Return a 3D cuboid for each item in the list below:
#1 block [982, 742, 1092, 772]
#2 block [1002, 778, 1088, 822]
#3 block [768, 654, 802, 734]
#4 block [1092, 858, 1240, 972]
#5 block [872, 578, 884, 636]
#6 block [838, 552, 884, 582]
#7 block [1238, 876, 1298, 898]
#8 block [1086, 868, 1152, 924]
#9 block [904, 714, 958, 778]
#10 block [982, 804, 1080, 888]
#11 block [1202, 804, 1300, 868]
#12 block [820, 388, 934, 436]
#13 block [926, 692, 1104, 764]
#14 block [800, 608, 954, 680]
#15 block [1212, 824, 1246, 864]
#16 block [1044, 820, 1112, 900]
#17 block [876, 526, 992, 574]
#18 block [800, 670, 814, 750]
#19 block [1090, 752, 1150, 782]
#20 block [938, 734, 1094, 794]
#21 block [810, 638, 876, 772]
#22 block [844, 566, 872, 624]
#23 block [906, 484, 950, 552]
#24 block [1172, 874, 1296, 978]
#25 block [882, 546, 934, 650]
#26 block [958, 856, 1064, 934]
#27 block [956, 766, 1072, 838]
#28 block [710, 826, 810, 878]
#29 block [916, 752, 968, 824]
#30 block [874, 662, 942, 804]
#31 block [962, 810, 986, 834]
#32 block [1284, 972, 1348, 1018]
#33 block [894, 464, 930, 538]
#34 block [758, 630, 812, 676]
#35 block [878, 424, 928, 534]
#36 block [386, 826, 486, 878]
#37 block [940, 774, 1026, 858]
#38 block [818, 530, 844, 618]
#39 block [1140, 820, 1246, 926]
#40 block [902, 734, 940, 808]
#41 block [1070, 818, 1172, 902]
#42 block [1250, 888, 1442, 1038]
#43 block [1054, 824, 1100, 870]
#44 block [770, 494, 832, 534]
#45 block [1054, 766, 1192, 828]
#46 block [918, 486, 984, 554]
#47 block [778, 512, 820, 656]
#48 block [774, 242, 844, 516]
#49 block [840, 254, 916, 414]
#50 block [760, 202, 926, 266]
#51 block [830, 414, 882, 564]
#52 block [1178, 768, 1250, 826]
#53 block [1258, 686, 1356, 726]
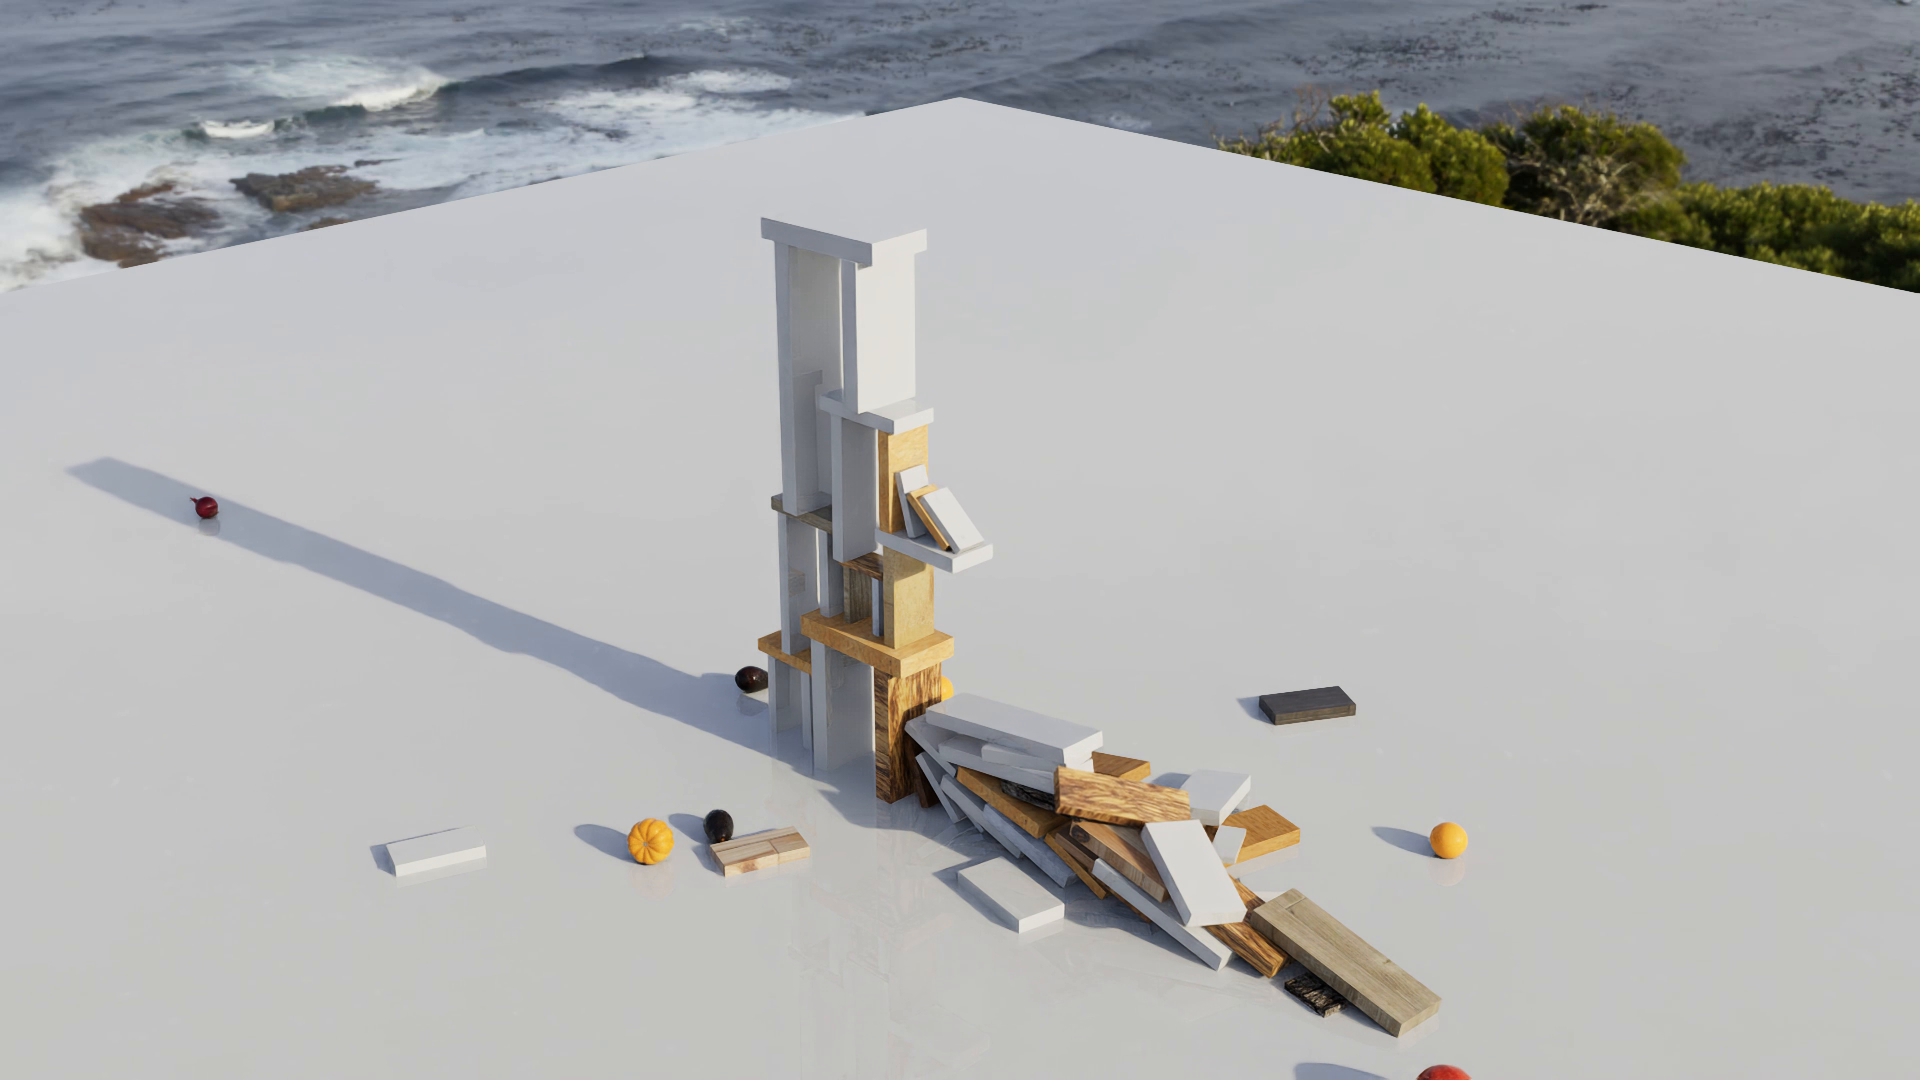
[{"bbox_3d":[0.147,0.410,4.246,0.190,0.027,0.095,6,20,32],"label":"block"},{"bbox_3d":[0.196,0.479,4.216,0.113,0.032,0.226,-18,20,-36],"label":"block"},{"bbox_3d":[-0.371,0.321,4.770,0.091,0.183,0.026,-19,31,-38],"label":"block"},{"bbox_3d":[0.396,0.666,4.047,0.307,0.033,0.117,35,39,30],"label":"block"},{"bbox_3d":[-0.148,0.126,4.434,0.018,0.126,0.063,22,31,40],"label":"block"},{"bbox_3d":[-0.179,0.048,4.433,0.126,0.018,0.063,21,31,40],"label":"block"},{"bbox_3d":[0.586,0.661,4.183,0.105,0.015,0.053,0,23,0],"label":"block"},{"bbox_3d":[0.326,0.650,4.144,0.082,0.023,0.165,-21,47,-41],"label":"block"},{"bbox_3d":[-0.032,0.410,4.431,0.077,0.022,0.155,-20,51,-40],"label":"block"},{"bbox_3d":[0.164,0.574,4.278,0.114,0.032,0.229,-22,49,-41],"label":"block"},{"bbox_3d":[0.546,0.588,4.335,0.225,0.032,0.112,-13,26,-28],"label":"block"},{"bbox_3d":[-0.164,-0.257,4.286,0.211,0.030,0.105,21,31,40],"label":"block"},{"bbox_3d":[0.102,0.366,4.306,0.108,0.031,0.379,-20,22,-40],"label":"block"},{"bbox_3d":[-0.170,0.195,4.487,0.297,0.042,0.148,21,31,40],"label":"block"},{"bbox_3d":[0.518,0.591,4.267,0.053,0.015,0.115,7,24,16],"label":"block"},{"bbox_3d":[0.247,0.609,4.211,0.082,0.023,0.165,-22,55,-41],"label":"block"},{"bbox_3d":[-0.052,0.005,4.285,0.108,0.031,0.217,-21,31,-40],"label":"block"},{"bbox_3d":[-0.294,0.351,4.700,0.091,0.183,0.026,-21,31,-41],"label":"block"},{"bbox_3d":[0.282,0.472,4.551,0.204,0.029,0.102,6,17,42],"label":"block"},{"bbox_3d":[0.107,0.428,4.299,0.113,0.032,0.310,-21,23,-41],"label":"block"},{"bbox_3d":[-0.240,0.324,4.617,0.042,0.297,0.148,21,31,40],"label":"block"},{"bbox_3d":[-0.208,0.103,4.488,0.018,0.126,0.063,21,31,40],"label":"block"},{"bbox_3d":[-0.041,-0.044,4.239,0.065,0.018,0.130,-21,70,-41],"label":"block"},{"bbox_3d":[0.512,0.690,3.991,0.117,0.033,0.234,-21,46,-41],"label":"block"},{"bbox_3d":[-0.102,0.099,4.381,0.108,0.217,0.031,-21,31,-40],"label":"block"},{"bbox_3d":[0.095,0.668,4.150,0.102,0.029,0.204,-14,27,-30],"label":"block"},{"bbox_3d":[0.114,0.494,4.307,0.114,0.032,0.229,-20,39,-39],"label":"block"},{"bbox_3d":[-0.391,0.608,4.296,0.175,0.025,0.087,-10,25,-23],"label":"block"},{"bbox_3d":[-0.019,0.489,4.449,0.077,0.022,0.155,-21,75,-40],"label":"block"},{"bbox_3d":[-0.105,0.376,4.494,0.149,0.297,0.042,-21,31,-40],"label":"block"},{"bbox_3d":[0.033,0.542,4.411,0.046,0.013,0.093,-21,60,-40],"label":"block"},{"bbox_3d":[0.624,0.798,3.860,0.053,0.015,0.105,-14,27,-30],"label":"block"},{"bbox_3d":[-0.085,-0.076,4.271,0.065,0.130,0.018,-21,14,-41],"label":"block"},{"bbox_3d":[-0.338,0.237,4.700,0.091,0.026,0.183,-21,31,-41],"label":"block"},{"bbox_3d":[-0.110,-0.127,4.288,0.030,0.211,0.105,21,31,41],"label":"block"},{"bbox_3d":[-1.024,0.607,4.298,0.175,0.025,0.087,-11,25,-23],"label":"block"},{"bbox_3d":[0.080,0.529,4.365,0.114,0.032,0.229,-22,50,-41],"label":"block"},{"bbox_3d":[-0.244,0.055,4.517,0.096,0.192,0.027,-21,31,-40],"label":"block"},{"bbox_3d":[0.425,0.606,4.010,0.113,0.032,0.226,0,39,-23],"label":"block"},{"bbox_3d":[-0.063,0.459,4.484,0.077,0.155,0.022,-21,10,-40],"label":"block"},{"bbox_3d":[0.330,0.577,4.093,0.117,0.033,0.234,-21,42,-40],"label":"block"},{"bbox_3d":[0.678,0.743,3.885,0.112,0.032,0.345,-19,41,-38],"label":"block"},{"bbox_3d":[0.268,0.593,4.165,0.165,0.023,0.082,35,39,30],"label":"block"},{"bbox_3d":[-0.289,-0.063,4.515,0.096,0.027,0.192,-21,31,-40],"label":"block"},{"bbox_3d":[0.305,0.490,4.120,0.266,0.025,0.087,13,48,-16],"label":"block"},{"bbox_3d":[-0.016,-0.038,4.223,0.065,0.018,0.131,-21,70,-41],"label":"block"},{"bbox_3d":[-0.334,0.079,4.627,0.027,0.322,0.096,21,31,40],"label":"block"},{"bbox_3d":[-0.291,-0.335,4.395,0.149,0.567,0.042,-21,31,-40],"label":"block"},{"bbox_3d":[-0.156,-0.405,4.215,0.149,0.298,0.042,-21,31,-40],"label":"block"},{"bbox_3d":[-0.224,-0.587,4.210,0.298,0.042,0.149,19,30,38],"label":"block"},{"bbox_3d":[-0.207,-0.116,4.396,0.030,0.314,0.105,22,31,40],"label":"block"},{"bbox_3d":[0.502,0.519,4.446,0.112,0.032,0.225,5,15,22],"label":"block"},{"bbox_3d":[0.768,0.366,4.864,0.190,0.027,0.095,-6,24,-14],"label":"block"}]
